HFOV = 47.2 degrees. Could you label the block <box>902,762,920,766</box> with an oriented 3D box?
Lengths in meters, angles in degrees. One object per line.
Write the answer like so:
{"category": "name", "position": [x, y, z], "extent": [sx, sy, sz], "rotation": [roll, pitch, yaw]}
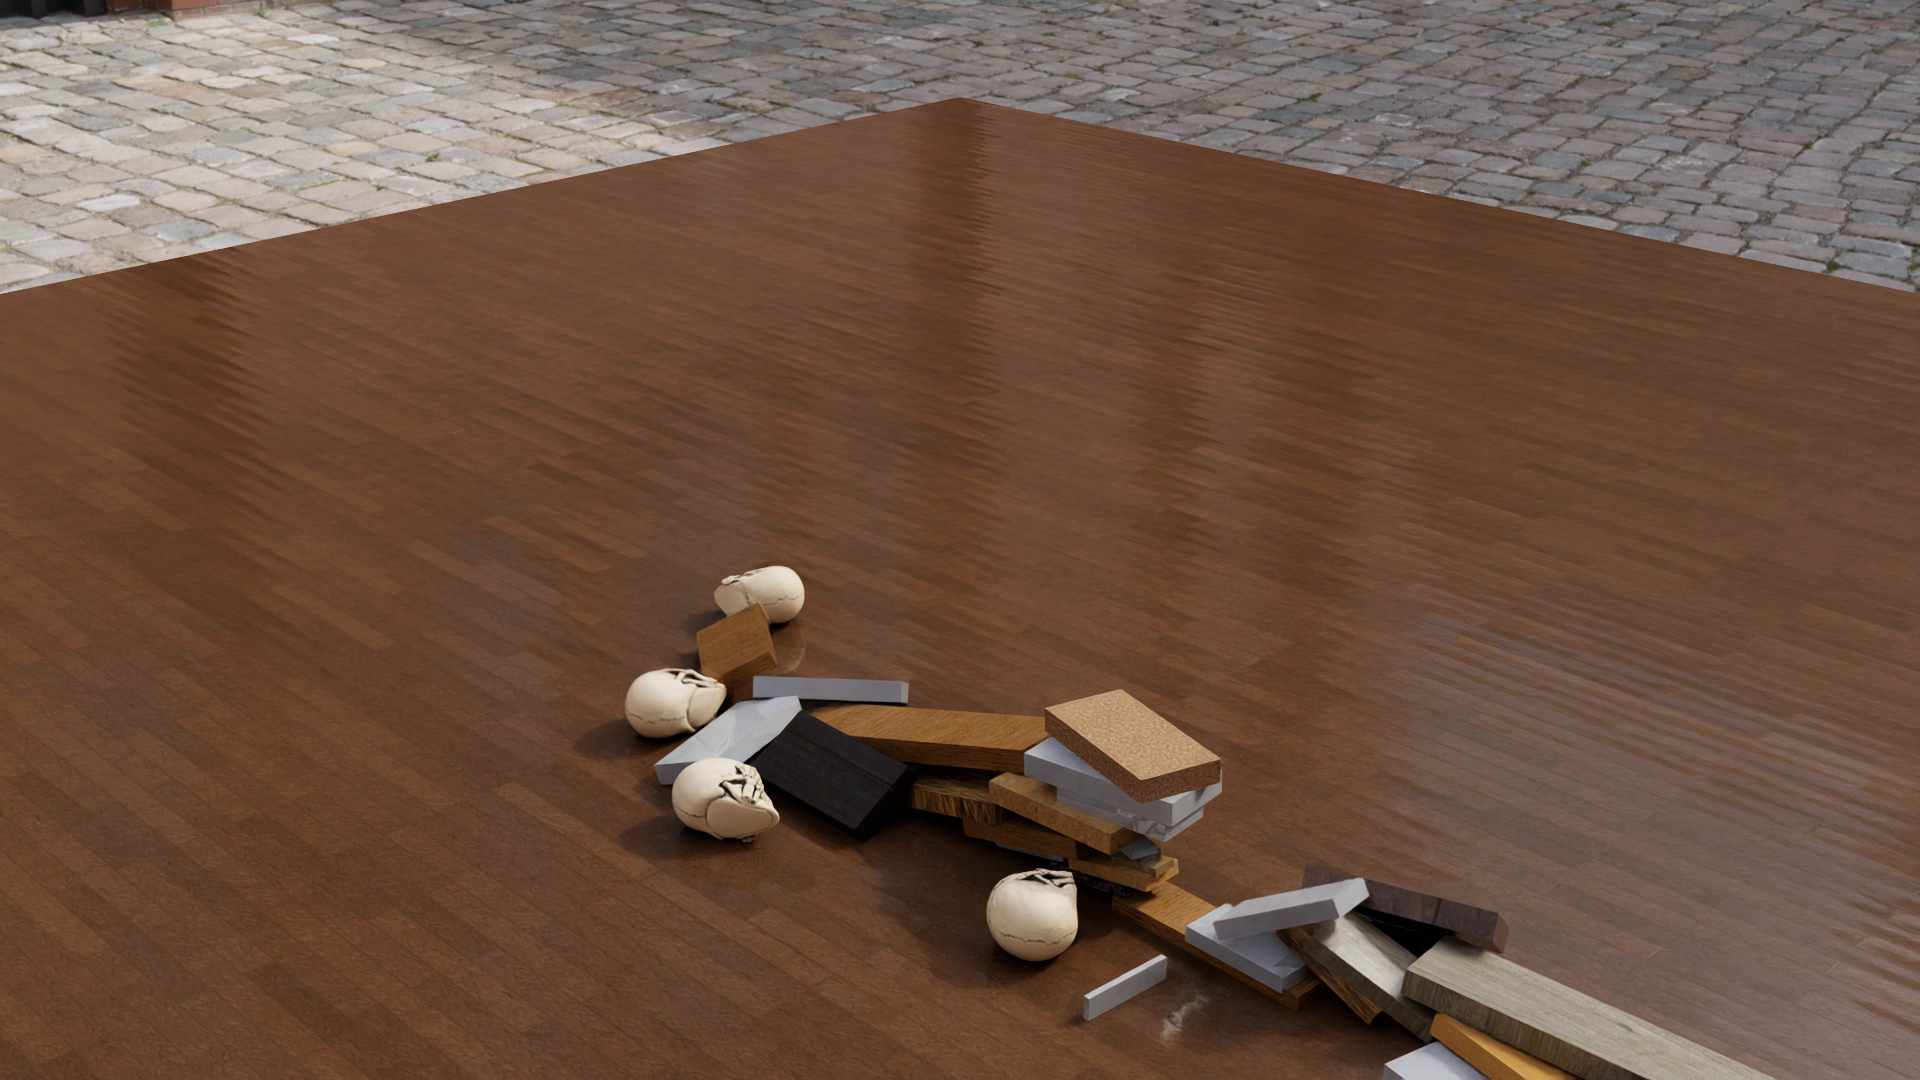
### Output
{"category": "block", "position": [-0.108, 0.441, 4.531], "extent": [0.061, 0.017, 0.121], "rotation": [-22, 16, -39]}

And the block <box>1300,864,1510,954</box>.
{"category": "block", "position": [0.795, 0.659, 3.928], "extent": [0.345, 0.049, 0.172], "rotation": [12, -13, 23]}

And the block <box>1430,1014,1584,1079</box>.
{"category": "block", "position": [0.914, 0.861, 3.629], "extent": [0.131, 0.037, 0.261], "rotation": [7, 15, -34]}

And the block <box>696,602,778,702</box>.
{"category": "block", "position": [-0.509, 0.250, 5.000], "extent": [0.161, 0.046, 0.322], "rotation": [-27, 21, 0]}

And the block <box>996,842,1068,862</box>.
{"category": "block", "position": [0.167, 0.584, 4.295], "extent": [0.095, 0.027, 0.191], "rotation": [-20, 17, -39]}

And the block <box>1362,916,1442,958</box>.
{"category": "block", "position": [0.768, 0.728, 4.000], "extent": [0.247, 0.035, 0.123], "rotation": [6, 24, 13]}

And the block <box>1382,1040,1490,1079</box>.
{"category": "block", "position": [0.825, 0.911, 3.567], "extent": [0.131, 0.037, 0.261], "rotation": [-14, 27, -30]}

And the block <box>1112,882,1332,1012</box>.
{"category": "block", "position": [0.477, 0.728, 4.004], "extent": [0.113, 0.032, 0.443], "rotation": [-20, 30, -39]}

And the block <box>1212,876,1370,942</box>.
{"category": "block", "position": [0.580, 0.648, 3.859], "extent": [0.247, 0.035, 0.123], "rotation": [-19, -1, 36]}

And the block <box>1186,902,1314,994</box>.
{"category": "block", "position": [0.524, 0.727, 3.925], "extent": [0.113, 0.032, 0.225], "rotation": [-20, 30, -39]}

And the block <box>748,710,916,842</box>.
{"category": "block", "position": [-0.261, 0.477, 4.472], "extent": [0.335, 0.047, 0.167], "rotation": [22, 63, 42]}

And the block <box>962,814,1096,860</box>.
{"category": "block", "position": [0.167, 0.551, 4.279], "extent": [0.154, 0.044, 0.309], "rotation": [-21, 17, -40]}

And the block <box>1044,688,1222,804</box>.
{"category": "block", "position": [0.320, 0.384, 4.134], "extent": [0.172, 0.049, 0.345], "rotation": [-12, 24, -26]}

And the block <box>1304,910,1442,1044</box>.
{"category": "block", "position": [0.737, 0.750, 3.816], "extent": [0.261, 0.037, 0.130], "rotation": [36, 35, 18]}

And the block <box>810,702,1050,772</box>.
{"category": "block", "position": [-0.074, 0.402, 4.522], "extent": [0.687, 0.047, 0.167], "rotation": [0, 17, 43]}

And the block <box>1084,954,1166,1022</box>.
{"category": "block", "position": [0.290, 0.784, 3.854], "extent": [0.192, 0.046, 0.013], "rotation": [-19, 29, -37]}

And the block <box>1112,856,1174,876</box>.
{"category": "block", "position": [0.341, 0.598, 4.100], "extent": [0.107, 0.015, 0.054], "rotation": [10, 23, 44]}

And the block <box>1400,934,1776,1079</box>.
{"category": "block", "position": [1.059, 0.832, 3.639], "extent": [0.639, 0.049, 0.172], "rotation": [21, 24, 30]}

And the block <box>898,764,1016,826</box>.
{"category": "block", "position": [0.015, 0.501, 4.404], "extent": [0.309, 0.044, 0.154], "rotation": [4, 19, 46]}

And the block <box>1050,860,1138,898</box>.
{"category": "block", "position": [0.275, 0.629, 4.189], "extent": [0.095, 0.027, 0.191], "rotation": [-20, 22, -40]}

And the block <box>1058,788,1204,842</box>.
{"category": "block", "position": [0.317, 0.489, 4.112], "extent": [0.247, 0.035, 0.123], "rotation": [16, 27, 37]}

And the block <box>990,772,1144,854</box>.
{"category": "block", "position": [0.220, 0.501, 4.192], "extent": [0.309, 0.044, 0.154], "rotation": [19, 29, 41]}

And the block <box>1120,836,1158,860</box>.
{"category": "block", "position": [0.321, 0.565, 4.109], "extent": [0.054, 0.015, 0.107], "rotation": [-12, 17, -20]}

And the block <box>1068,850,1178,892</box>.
{"category": "block", "position": [0.307, 0.611, 4.144], "extent": [0.191, 0.027, 0.095], "rotation": [10, 23, 44]}

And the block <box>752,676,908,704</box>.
{"category": "block", "position": [-0.282, 0.330, 4.835], "extent": [0.322, 0.046, 0.161], "rotation": [2, -5, 4]}

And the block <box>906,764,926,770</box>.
{"category": "block", "position": [-0.122, 0.470, 4.557], "extent": [0.061, 0.017, 0.121], "rotation": [-21, 2, -38]}

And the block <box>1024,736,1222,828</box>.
{"category": "block", "position": [0.305, 0.437, 4.132], "extent": [0.335, 0.047, 0.167], "rotation": [16, 27, 36]}

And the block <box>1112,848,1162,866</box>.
{"category": "block", "position": [0.320, 0.579, 4.117], "extent": [0.054, 0.015, 0.107], "rotation": [-19, 21, -36]}

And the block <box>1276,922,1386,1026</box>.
{"category": "block", "position": [0.672, 0.740, 3.853], "extent": [0.112, 0.032, 0.225], "rotation": [-17, 51, -45]}

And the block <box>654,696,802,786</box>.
{"category": "block", "position": [-0.485, 0.421, 4.646], "extent": [0.161, 0.046, 0.322], "rotation": [-8, 16, 32]}
